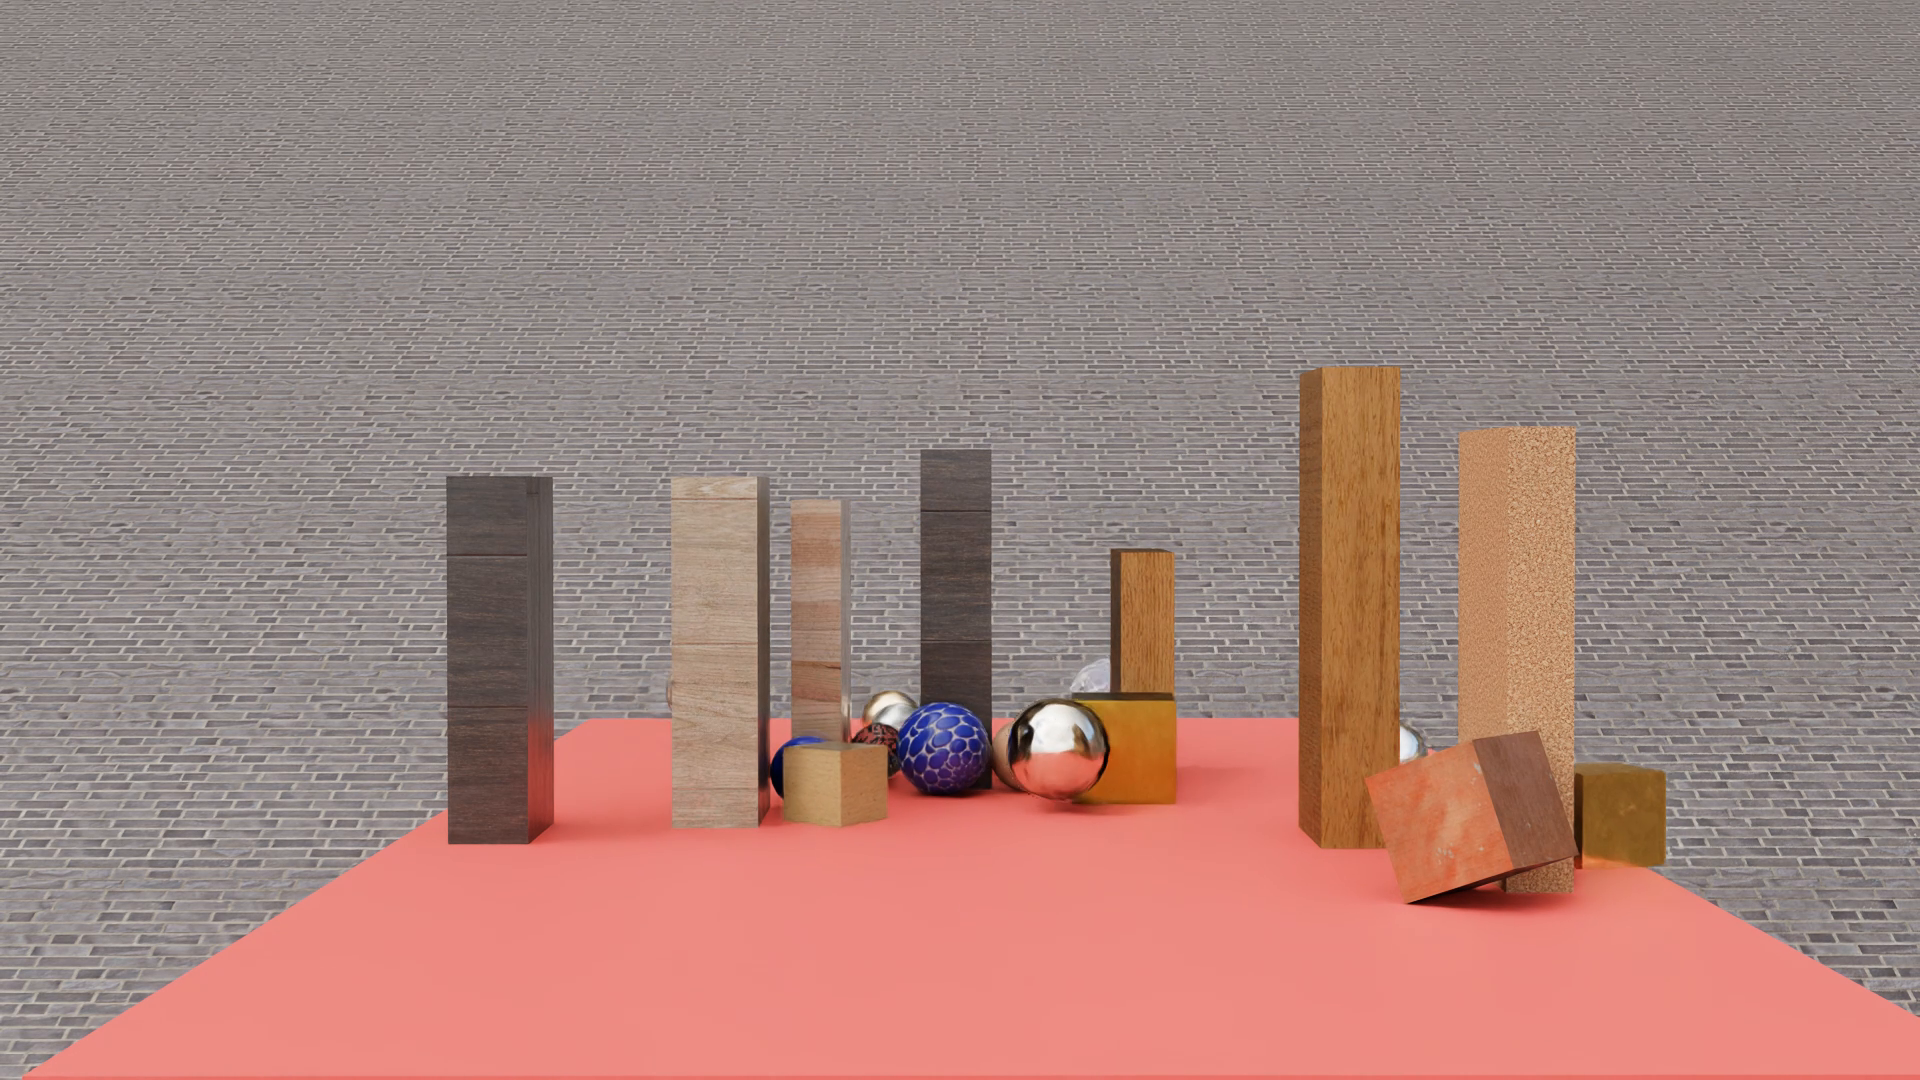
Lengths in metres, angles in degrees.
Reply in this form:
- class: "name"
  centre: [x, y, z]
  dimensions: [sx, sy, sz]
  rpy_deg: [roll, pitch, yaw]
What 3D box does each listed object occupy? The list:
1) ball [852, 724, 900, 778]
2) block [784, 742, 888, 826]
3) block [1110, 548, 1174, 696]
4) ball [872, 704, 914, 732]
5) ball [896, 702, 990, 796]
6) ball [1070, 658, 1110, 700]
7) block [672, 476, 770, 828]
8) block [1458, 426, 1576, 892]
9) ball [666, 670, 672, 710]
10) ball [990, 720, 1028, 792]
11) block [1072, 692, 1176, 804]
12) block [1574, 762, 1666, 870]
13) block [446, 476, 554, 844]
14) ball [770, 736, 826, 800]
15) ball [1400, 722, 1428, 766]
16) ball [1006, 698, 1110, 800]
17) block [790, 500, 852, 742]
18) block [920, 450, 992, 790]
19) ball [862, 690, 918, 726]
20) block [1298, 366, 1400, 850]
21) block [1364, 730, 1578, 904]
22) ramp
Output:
- class: "ball"
  centre: [-0.164, 0.426, 5.178]
  dimensions: [0.115, 0.115, 0.115]
  rpy_deg: [0, 27, 0]
- class: "block"
  centre: [-0.220, 0.430, 4.568]
  dimensions: [0.131, 0.131, 0.131]
  rpy_deg: [1, 1, 37]
- class: "block"
  centre: [0.370, 0.251, 5.255]
  dimensions: [0.105, 0.460, 0.348]
  rpy_deg: [0, 1, 0]
- class: "ball"
  centre: [-0.136, 0.415, 5.641]
  dimensions: [0.117, 0.117, 0.117]
  rpy_deg: [0, 27, 0]
- class: "ball"
  centre: [-0.033, 0.398, 4.934]
  dimensions: [0.179, 0.179, 0.179]
  rpy_deg: [0, 27, 0]
- class: "ball"
  centre: [0.350, 0.369, 5.974]
  dimensions: [0.195, 0.195, 0.195]
  rpy_deg: [0, 27, 0]
- class: "block"
  centre: [-0.423, 0.191, 4.598]
  dimensions: [0.148, 0.607, 0.300]
  rpy_deg: [0, 1, 0]
- class: "block"
  centre: [0.840, 0.170, 3.915]
  dimensions: [0.097, 0.675, 0.365]
  rpy_deg: [0, 1, 0]
- class: "ball"
  centre: [-0.618, 0.366, 6.267]
  dimensions: [0.191, 0.191, 0.191]
  rpy_deg: [0, 27, 0]
- class: "ball"
  centre: [0.128, 0.416, 4.999]
  dimensions: [0.142, 0.142, 0.142]
  rpy_deg: [0, 27, 0]
- class: "block"
  centre: [0.307, 0.392, 4.881]
  dimensions: [0.192, 0.192, 0.192]
  rpy_deg: [0, 1, 3]
- class: "block"
  centre: [1.005, 0.432, 4.061]
  dimensions: [0.146, 0.146, 0.146]
  rpy_deg: [0, 1, -18]
- class: "block"
  centre: [-0.778, 0.196, 4.385]
  dimensions: [0.132, 0.607, 0.275]
  rpy_deg: [0, 1, 0]
- class: "ball"
  centre: [-0.281, 0.425, 4.730]
  dimensions: [0.134, 0.134, 0.134]
  rpy_deg: [0, 27, 0]
- class: "ball"
  centre: [0.829, 0.417, 4.954]
  dimensions: [0.139, 0.139, 0.139]
  rpy_deg: [0, 27, 0]
- class: "ball"
  centre: [0.178, 0.381, 4.700]
  dimensions: [0.186, 0.186, 0.186]
  rpy_deg: [0, 27, 0]
- class: "block"
  centre: [-0.267, 0.204, 5.015]
  dimensions: [0.093, 0.565, 0.444]
  rpy_deg: [0, 1, 0]
- class: "block"
  centre: [-0.008, 0.151, 5.200]
  dimensions: [0.138, 0.662, 0.364]
  rpy_deg: [0, 1, 0]
- class: "ball"
  centre: [-0.155, 0.404, 5.819]
  dimensions: [0.131, 0.131, 0.131]
  rpy_deg: [0, 27, 0]
- class: "block"
  centre: [0.650, 0.108, 4.327]
  dimensions: [0.127, 0.783, 0.278]
  rpy_deg: [0, 1, 0]
- class: "block"
  centre: [0.728, 0.393, 3.670]
  dimensions: [0.185, 0.185, 0.185]
  rpy_deg: [-26, -16, 39]
- class: "ramp"
  centre: [0.060, 0.545, 4.581]
  dimensions: [2.000, 0.100, 4.000]
  rpy_deg: [0, 1, 0]
